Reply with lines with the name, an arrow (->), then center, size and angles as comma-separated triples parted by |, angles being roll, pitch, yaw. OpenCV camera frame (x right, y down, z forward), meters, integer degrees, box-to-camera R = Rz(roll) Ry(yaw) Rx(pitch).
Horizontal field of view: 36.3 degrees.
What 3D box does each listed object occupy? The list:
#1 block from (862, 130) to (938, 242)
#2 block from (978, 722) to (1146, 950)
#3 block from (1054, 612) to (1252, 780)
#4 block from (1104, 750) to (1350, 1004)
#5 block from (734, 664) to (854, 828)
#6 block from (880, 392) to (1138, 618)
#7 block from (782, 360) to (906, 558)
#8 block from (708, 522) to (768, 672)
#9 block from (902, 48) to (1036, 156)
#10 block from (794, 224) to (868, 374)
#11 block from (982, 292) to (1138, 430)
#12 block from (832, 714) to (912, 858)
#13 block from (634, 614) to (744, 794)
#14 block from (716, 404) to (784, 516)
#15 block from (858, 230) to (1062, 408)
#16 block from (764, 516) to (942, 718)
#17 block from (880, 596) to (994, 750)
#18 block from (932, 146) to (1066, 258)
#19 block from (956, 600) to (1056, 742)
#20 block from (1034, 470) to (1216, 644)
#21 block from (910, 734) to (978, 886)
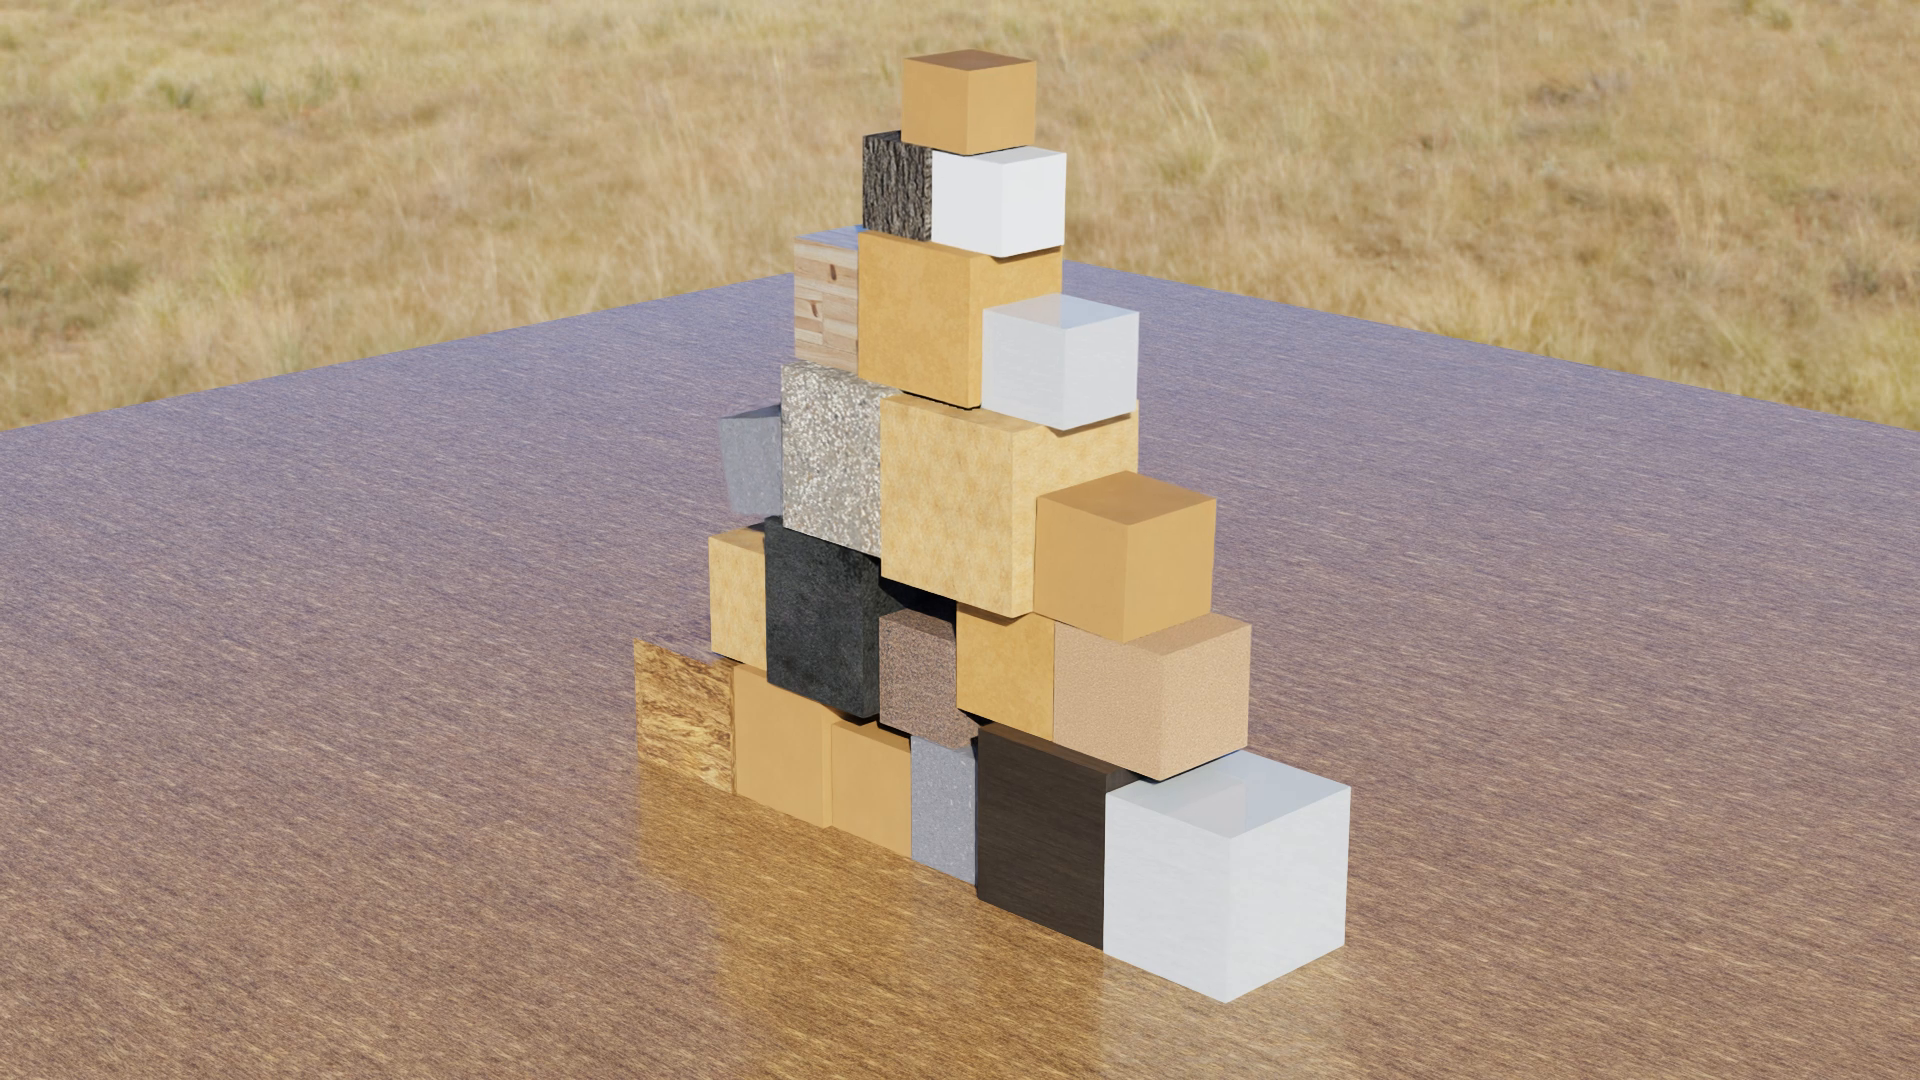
block -> -0.145, -1.581, 12.975 | 0.413, 0.412, 0.397 | -17, 25, -42
block -> 0.620, 1.224, 13.078 | 0.763, 0.823, 0.765 | -17, 24, -42
block -> 0.829, 0.621, 12.684 | 0.571, 0.561, 0.620 | -17, 24, -42
block -> 1.144, 1.418, 12.596 | 0.797, 0.741, 0.689 | -17, 24, -42
block -> -0.636, 0.923, 14.308 | 0.671, 0.660, 0.628 | -17, 24, -42
block -> 0.218, -0.228, 13.027 | 0.814, 0.824, 0.797 | 17, 24, 42
block -> -0.298, -0.441, 13.528 | 0.795, 0.773, 0.677 | -17, 24, -42
block -> -0.843, 0.262, 14.332 | 0.549, 0.587, 0.521 | -17, 24, -42
block -> 0.038, -1.904, 12.729 | 0.416, 0.360, 0.402 | -17, 26, -42
block -> -0.404, -1.115, 13.439 | 0.531, 0.564, 0.468 | -17, 24, -42
block -> 0.430, -0.777, 12.662 | 0.460, 0.439, 0.489 | -17, 25, -42
block -> -0.219, 1.115, 13.927 | 0.560, 0.522, 0.539 | -17, 24, -42
block -> -1.116, 0.788, 14.782 | 0.739, 0.633, 0.727 | -17, 24, -42
block -> -0.763, -0.404, 13.988 | 0.562, 0.464, 0.466 | -17, 12, -42
block -> -0.003, -1.025, 13.006 | 0.577, 0.662, 0.696 | -17, 25, -42
block -> -0.422, 0.283, 13.877 | 0.729, 0.819, 0.671 | -17, 24, -42
block -> -0.012, 0.597, 13.532 | 0.524, 0.516, 0.493 | -17, 24, -42
block -> 0.166, -1.484, 12.708 | 0.390, 0.400, 0.425 | -17, 25, -42
block -> 0.372, 0.489, 13.080 | 0.593, 0.576, 0.500 | 17, 24, 42
block -> 0.708, 0.066, 12.612 | 0.566, 0.526, 0.521 | -17, 26, -42
block -> 0.165, 1.183, 13.553 | 0.585, 0.616, 0.518 | -17, 24, -42
